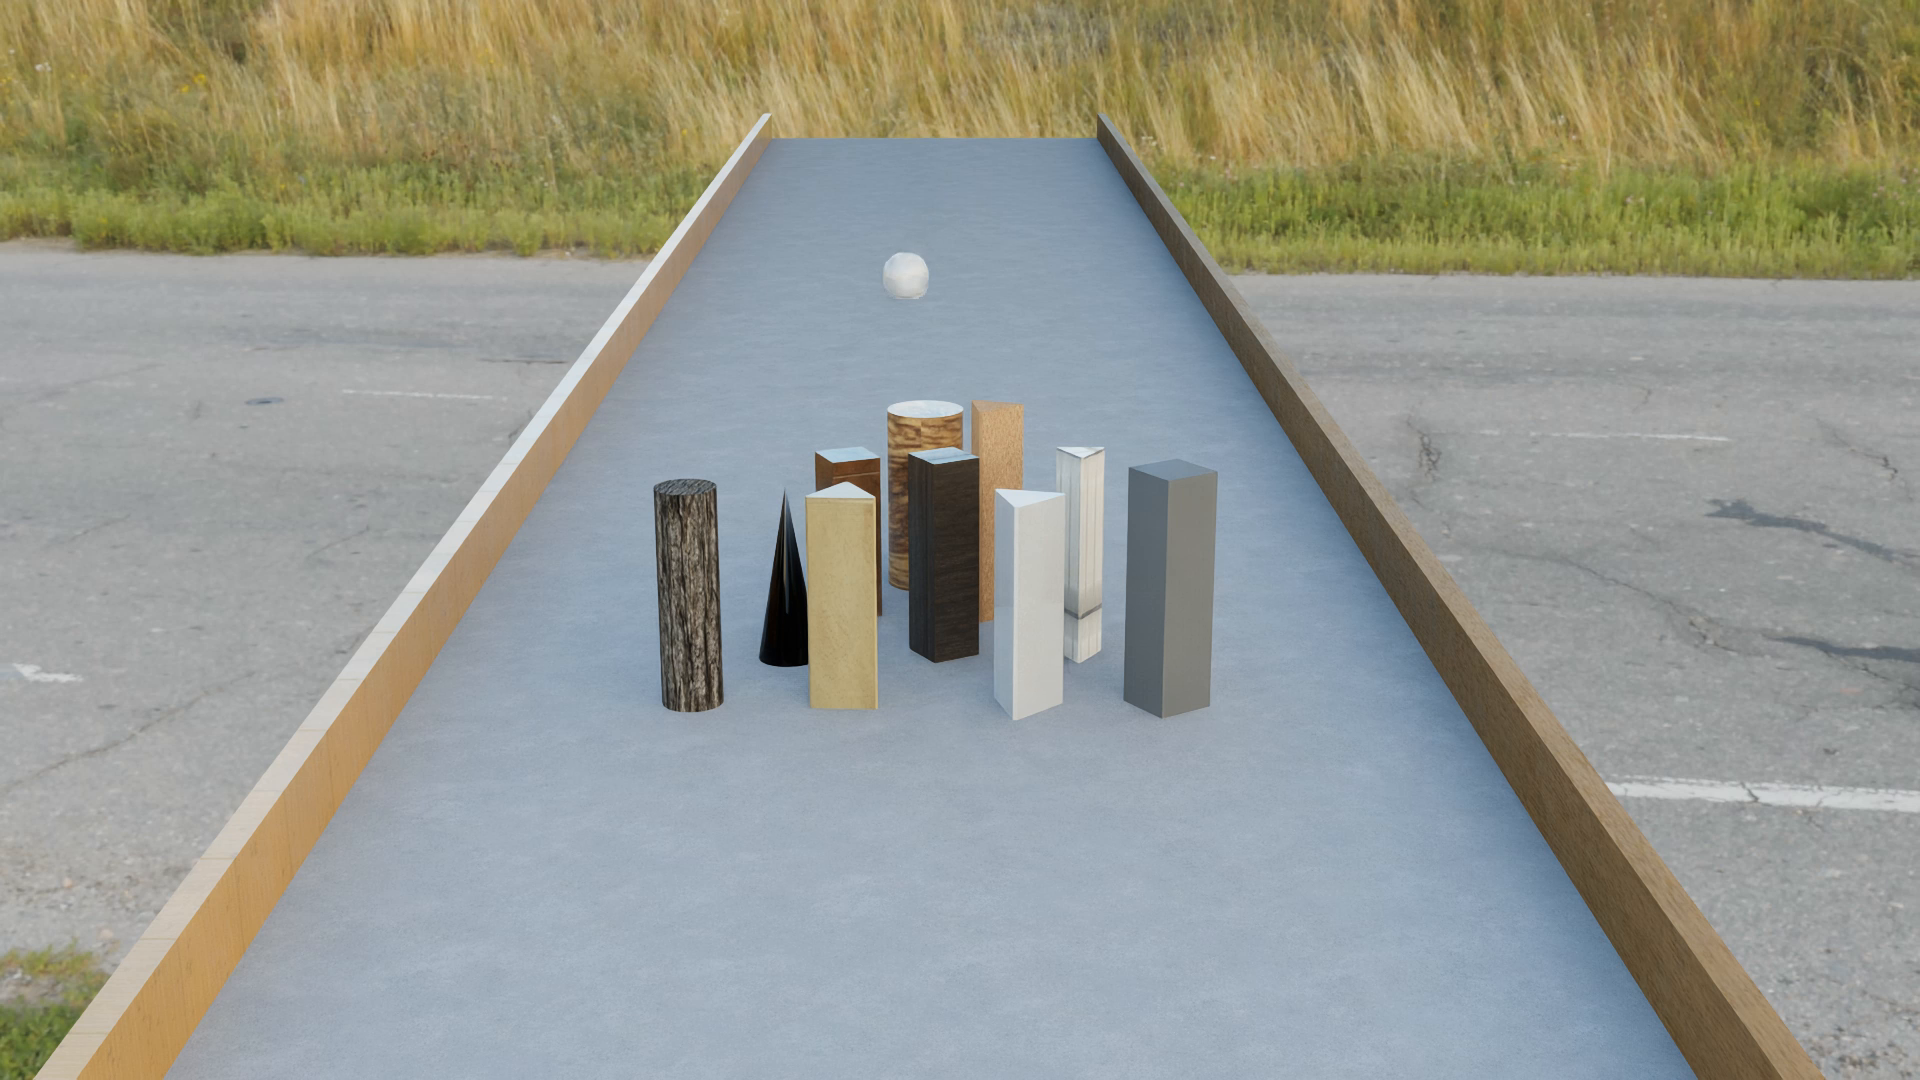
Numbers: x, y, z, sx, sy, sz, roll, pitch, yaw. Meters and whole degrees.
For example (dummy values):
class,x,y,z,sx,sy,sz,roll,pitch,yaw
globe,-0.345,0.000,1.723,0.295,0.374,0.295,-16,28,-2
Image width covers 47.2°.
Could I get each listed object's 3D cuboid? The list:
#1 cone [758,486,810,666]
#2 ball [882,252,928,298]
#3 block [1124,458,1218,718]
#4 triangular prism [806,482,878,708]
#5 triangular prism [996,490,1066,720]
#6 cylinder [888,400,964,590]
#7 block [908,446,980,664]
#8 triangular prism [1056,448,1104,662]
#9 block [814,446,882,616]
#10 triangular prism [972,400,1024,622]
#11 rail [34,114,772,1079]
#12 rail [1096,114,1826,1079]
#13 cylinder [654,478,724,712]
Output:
class,x,y,z,sx,sy,sz,roll,pitch,yaw
cone,-0.345,0.064,4.384,0.123,0.358,0.123,0,17,0
ball,-0.205,-0.994,8.264,0.175,0.175,0.175,0,17,0
block,0.393,0.090,4.116,0.116,0.460,0.116,-11,20,-32
triangular prism,-0.217,0.104,4.152,0.127,0.414,0.110,1,17,3
triangular prism,0.108,0.114,4.122,0.114,0.412,0.132,16,23,42
cylinder,-0.076,-0.098,4.863,0.167,0.394,0.167,0,17,0
block,-0.032,0.030,4.406,0.103,0.411,0.103,-10,19,-30
triangular prism,0.227,0.025,4.397,0.081,0.424,0.093,10,19,29
block,-0.236,-0.013,4.661,0.106,0.347,0.106,-7,18,-23
triangular prism,0.057,-0.065,4.648,0.114,0.455,0.099,-13,21,-37
rail,-1.118,-0.838,7.780,0.050,0.150,12.000,0,17,-1
rail,0.932,-0.844,7.801,0.050,0.150,12.000,0,17,-1
cylinder,-0.509,0.105,4.132,0.116,0.424,0.116,0,17,0
